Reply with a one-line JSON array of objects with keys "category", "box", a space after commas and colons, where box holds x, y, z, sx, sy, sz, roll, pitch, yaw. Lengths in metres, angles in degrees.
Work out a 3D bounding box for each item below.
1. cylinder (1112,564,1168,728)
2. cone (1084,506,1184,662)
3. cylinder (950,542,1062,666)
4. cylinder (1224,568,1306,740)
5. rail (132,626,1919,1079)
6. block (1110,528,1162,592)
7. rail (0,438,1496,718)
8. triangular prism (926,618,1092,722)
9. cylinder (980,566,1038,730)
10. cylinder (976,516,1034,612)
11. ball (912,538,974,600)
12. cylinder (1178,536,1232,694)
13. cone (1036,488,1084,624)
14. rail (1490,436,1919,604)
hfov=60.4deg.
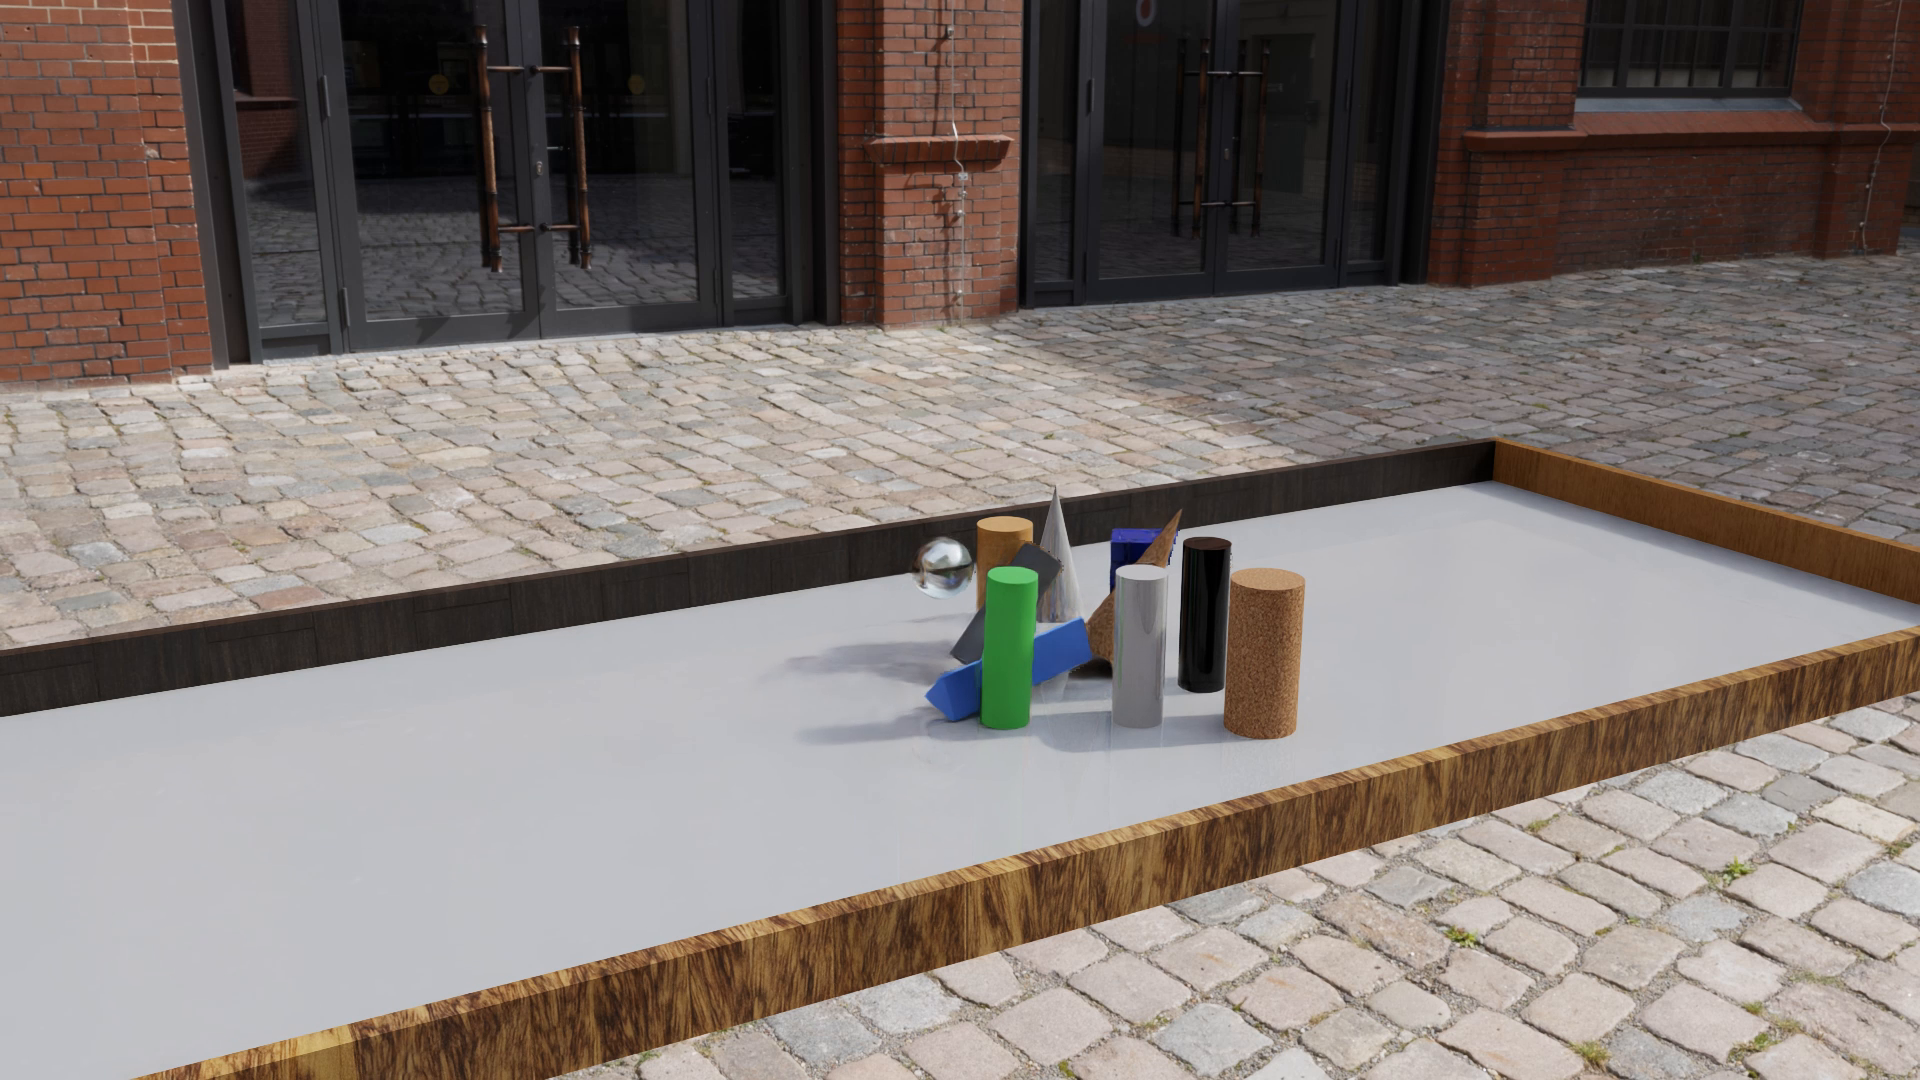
[{"category": "cylinder", "box": [0.420, 0.249, 3.862, 0.122, 0.364, 0.122, 0, 16, 0]}, {"category": "cone", "box": [0.469, 0.100, 4.198, 0.178, 0.425, 0.178, 26, 10, -5]}, {"category": "cylinder", "box": [0.117, 0.177, 4.173, 0.114, 0.338, 0.114, 33, -9, 6]}, {"category": "cylinder", "box": [0.704, 0.262, 3.824, 0.169, 0.361, 0.169, 0, 16, 0]}, {"category": "rail", "box": [-2.336, 1.006, 1.665, 12.000, 0.150, 0.050, -9, 18, -27]}, {"category": "block", "box": [0.461, 0.137, 4.339, 0.131, 0.309, 0.131, 2, 17, 7]}, {"category": "rail", "box": [-3.305, 0.497, 3.399, 12.000, 0.150, 0.050, -9, 18, -27]}, {"category": "triangular prism", "box": [0.129, 0.297, 4.026, 0.450, 0.098, 0.113, -20, 41, -35]}, {"category": "cylinder", "box": [0.113, 0.252, 3.841, 0.118, 0.363, 0.118, 2, 19, -1]}, {"category": "cylinder", "box": [0.117, 0.121, 4.341, 0.146, 0.340, 0.146, 0, 16, 0]}, {"category": "ball", "box": [-0.045, 0.073, 4.243, 0.161, 0.161, 0.161, 0, 16, 0]}, {"category": "cylinder", "box": [0.603, 0.185, 4.073, 0.118, 0.369, 0.118, 0, 16, 0]}, {"category": "cone", "box": [0.264, 0.027, 4.598, 0.177, 0.375, 0.177, 0, 16, 0]}, {"category": "rail", "box": [2.466, -0.048, 5.253, 0.050, 0.150, 2.100, -9, 18, -27]}]
